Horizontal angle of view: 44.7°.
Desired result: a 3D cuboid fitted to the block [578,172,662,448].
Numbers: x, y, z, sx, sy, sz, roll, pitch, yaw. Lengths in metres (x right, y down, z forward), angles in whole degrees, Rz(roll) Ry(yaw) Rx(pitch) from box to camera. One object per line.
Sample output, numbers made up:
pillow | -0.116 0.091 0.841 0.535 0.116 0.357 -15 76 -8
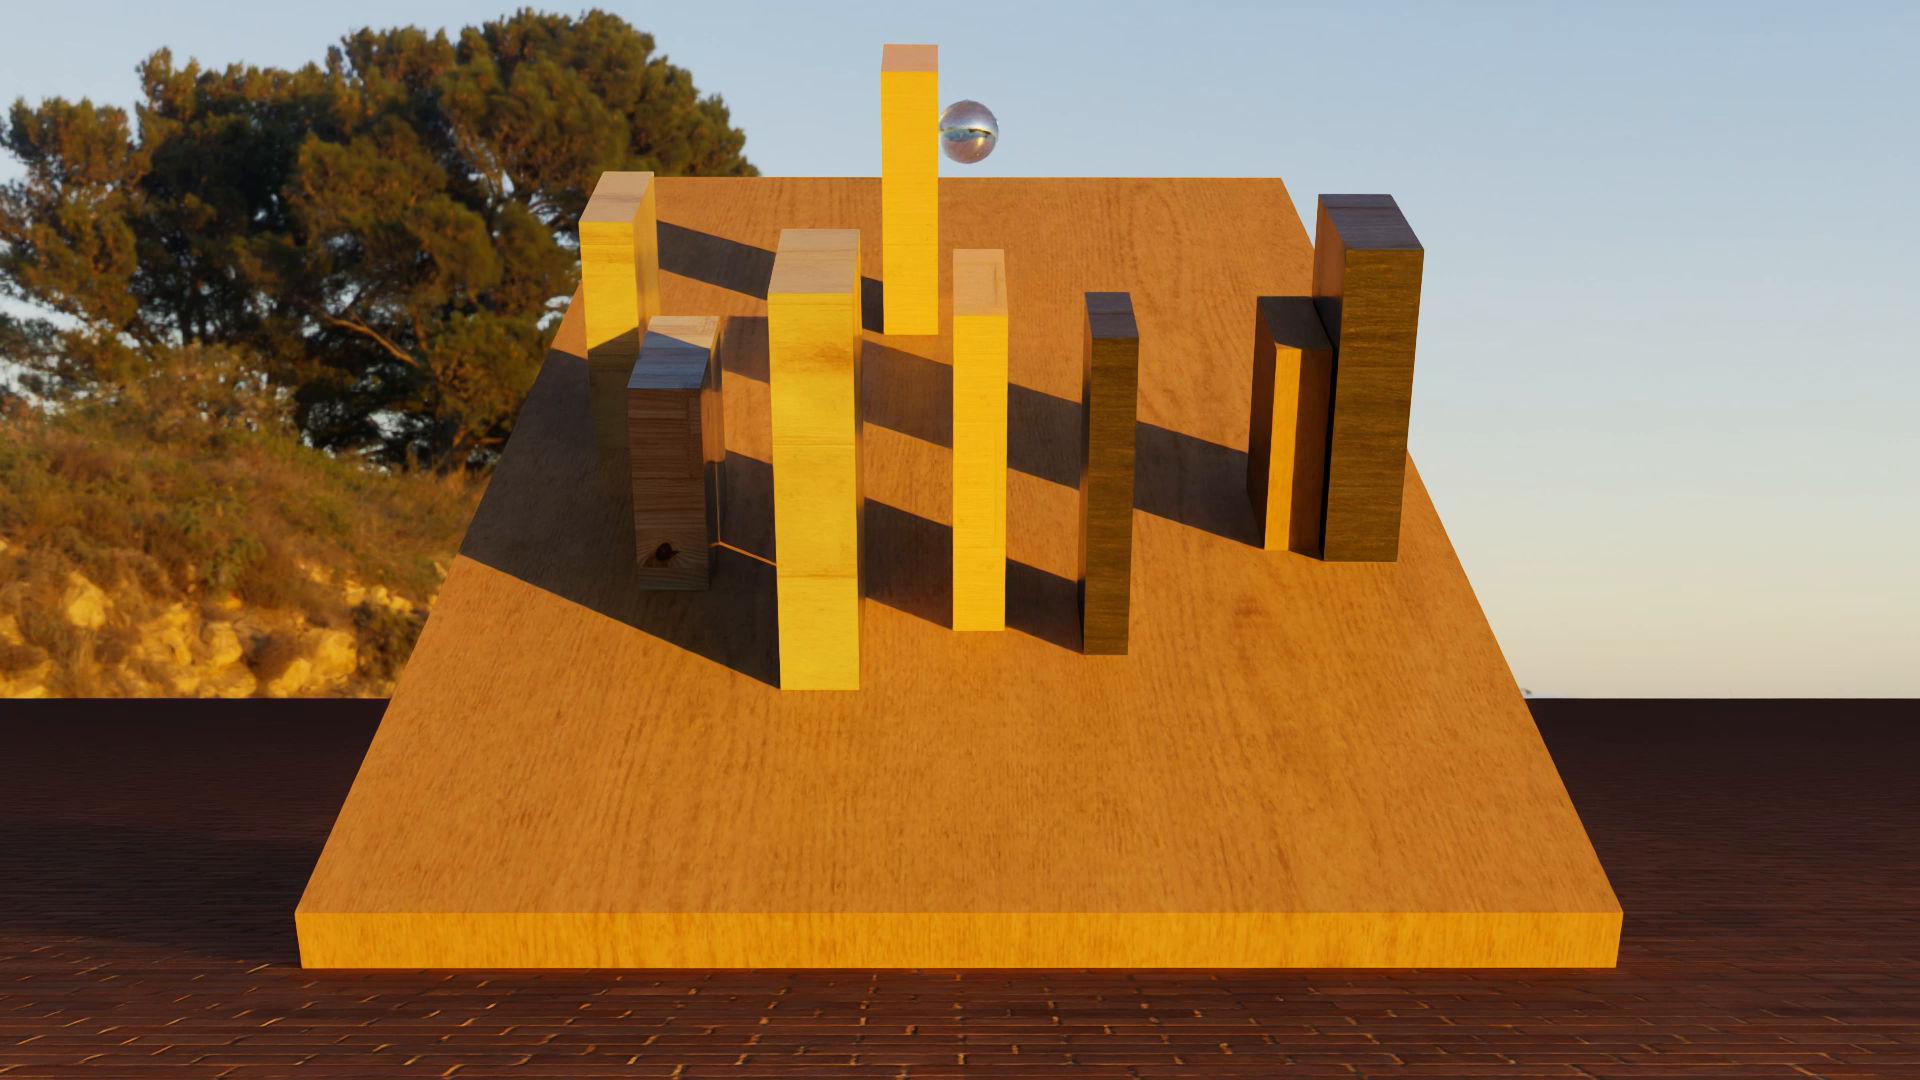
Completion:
block | -0.754 -0.521 5.245 0.114 0.518 0.390 0 25 0

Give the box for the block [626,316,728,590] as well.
block | -0.553 -0.178 4.620 0.136 0.418 0.407 0 25 0

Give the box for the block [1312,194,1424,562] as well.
block | 0.796 -0.327 4.679 0.146 0.646 0.370 0 25 0

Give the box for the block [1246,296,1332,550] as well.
block | 0.666 -0.240 4.751 0.108 0.428 0.318 0 25 0

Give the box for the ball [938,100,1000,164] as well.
ball | 0.021 -1.191 6.823 0.185 0.185 0.185 0 -4 0

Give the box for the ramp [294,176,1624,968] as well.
ramp | -0.009 -0.229 5.354 2.000 0.100 4.000 0 25 0

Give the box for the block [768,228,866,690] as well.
block | -0.249 -0.145 4.165 0.140 0.739 0.361 0 25 0

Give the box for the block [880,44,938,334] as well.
block | -0.123 -0.877 5.849 0.136 0.664 0.292 0 25 0

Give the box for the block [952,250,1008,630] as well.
block | 0.035 -0.193 4.414 0.096 0.620 0.385 0 25 0

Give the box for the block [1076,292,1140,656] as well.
block | 0.267 -0.119 4.261 0.081 0.615 0.243 0 25 0
